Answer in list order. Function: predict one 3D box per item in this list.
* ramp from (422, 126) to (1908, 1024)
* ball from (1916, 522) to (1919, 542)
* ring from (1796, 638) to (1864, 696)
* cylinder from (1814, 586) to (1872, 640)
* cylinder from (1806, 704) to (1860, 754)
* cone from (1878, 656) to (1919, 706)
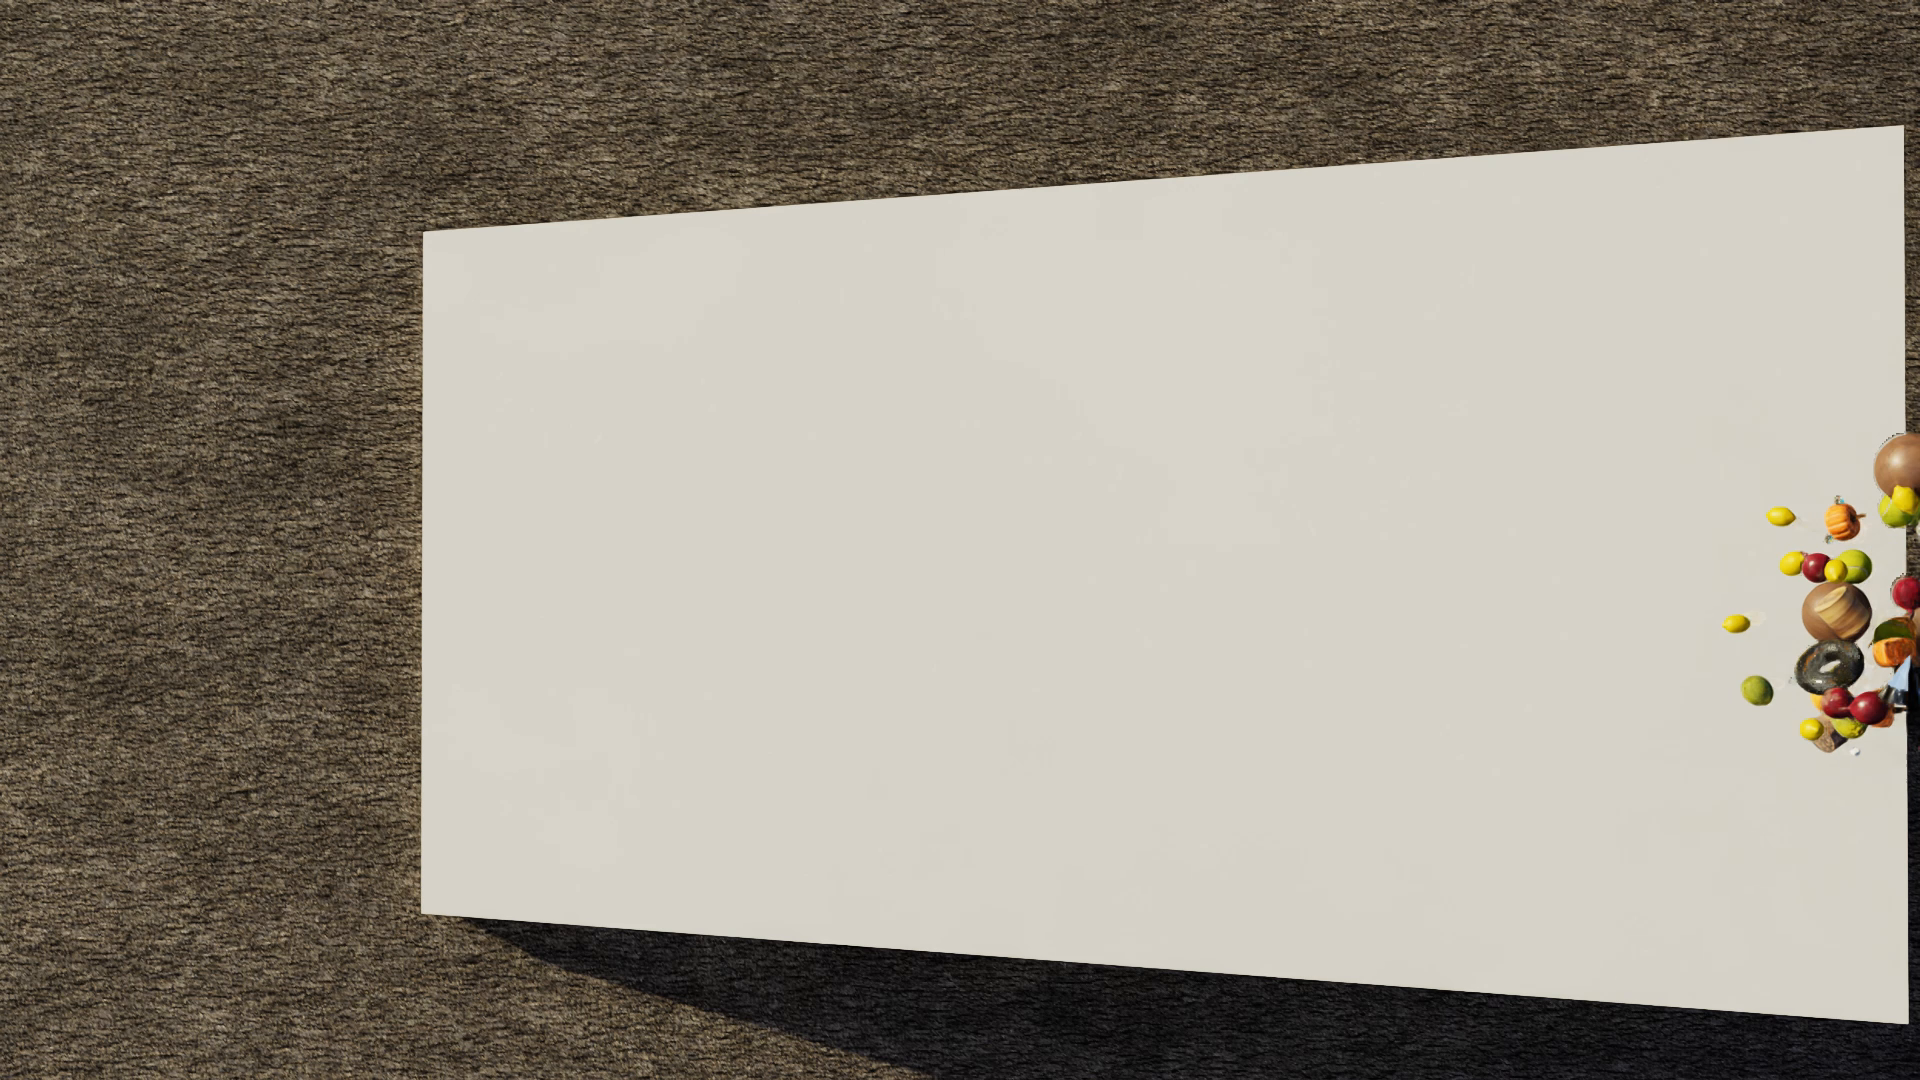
[{"bbox_3d":[0.283,0.085,5.719,4.000,0.100,2.000,0,89,23],"label":"ramp"},{"bbox_3d":[1.960,-0.016,4.431,0.063,0.063,0.063,0,89,0],"label":"ball"},{"bbox_3d":[1.661,0.243,4.201,0.131,0.131,0.044,-38,117,0],"label":"ring"},{"bbox_3d":[1.653,0.136,4.116,0.070,0.070,0.070,-43,90,0],"label":"cylinder"},{"bbox_3d":[1.770,0.382,4.456,0.073,0.073,0.073,-31,89,-14],"label":"cylinder"},{"bbox_3d":[1.623,0.235,3.771,0.081,0.081,0.081,2,104,0],"label":"cone"}]
